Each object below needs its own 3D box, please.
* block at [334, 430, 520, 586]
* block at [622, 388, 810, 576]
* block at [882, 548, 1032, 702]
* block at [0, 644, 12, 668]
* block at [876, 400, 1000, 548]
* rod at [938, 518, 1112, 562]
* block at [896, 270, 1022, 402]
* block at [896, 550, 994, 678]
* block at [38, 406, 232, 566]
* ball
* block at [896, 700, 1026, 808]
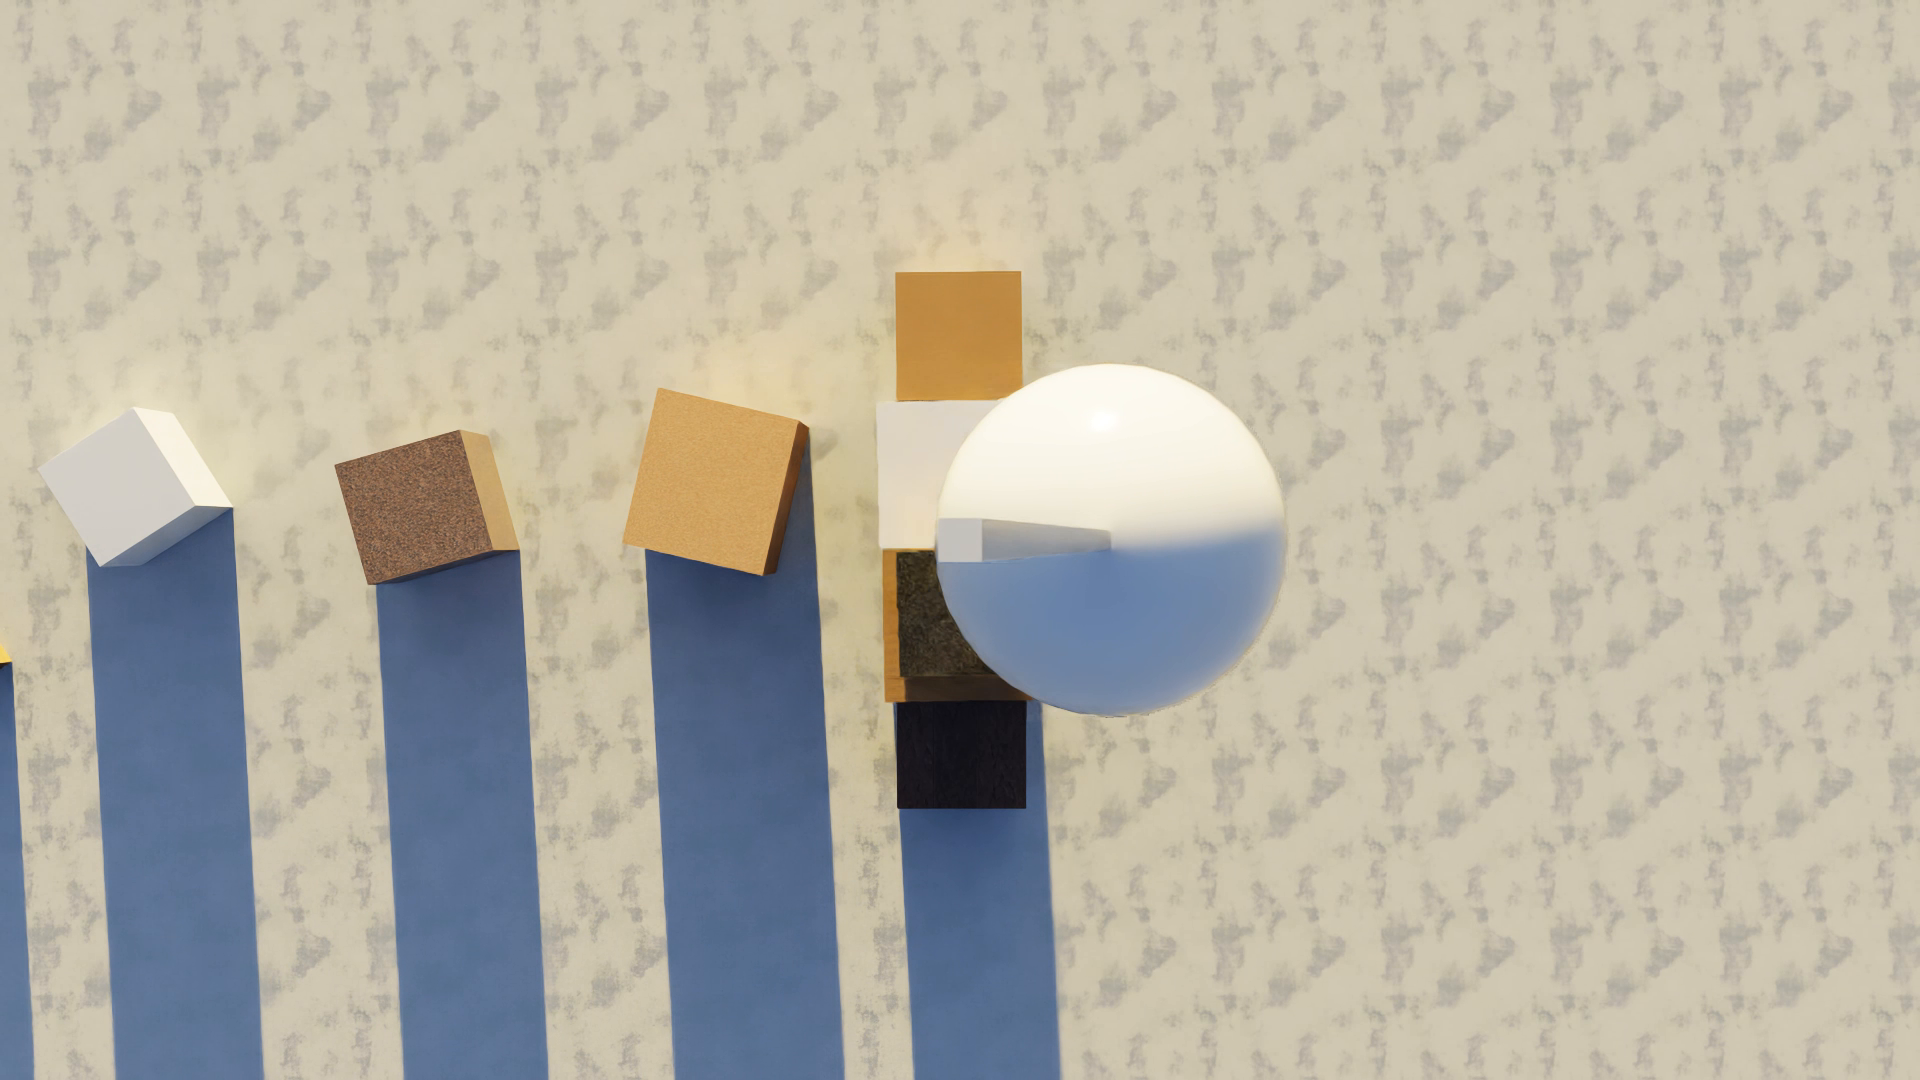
[{"bbox_3d":[-3.046,-0.182,12.631,0.728,0.737,0.699,-16,90,0],"label":"block"},{"bbox_3d":[-1.379,-0.323,12.568,0.796,0.865,0.882,13,90,0],"label":"block"},{"bbox_3d":[-0.016,0.443,11.868,0.770,0.716,0.798,-1,90,0],"label":"block"},{"bbox_3d":[-5.855,0.662,12.774,0.361,0.452,0.369,-33,90,0],"label":"block"},{"bbox_3d":[-0.037,-0.370,12.640,0.842,0.721,0.817,-1,90,0],"label":"block"},{"bbox_3d":[0.294,0.000,6.574,0.080,5.200,0.080,0,90,7],"label":"rod"},{"bbox_3d":[-0.005,-1.144,12.653,0.706,0.694,0.717,-1,90,0],"label":"block"},{"bbox_3d":[-0.004,0.357,11.152,0.601,0.715,0.614,-2,90,0],"label":"block"},{"bbox_3d":[-4.746,-0.299,12.686,0.642,0.627,0.657,-33,90,0],"label":"block"},{"bbox_3d":[0.680,0.000,9.952,1.600,1.600,1.600,0,90,0],"label":"ball"},{"bbox_3d":[0.009,1.133,12.617,0.720,0.766,0.724,0,90,0],"label":"block"}]
